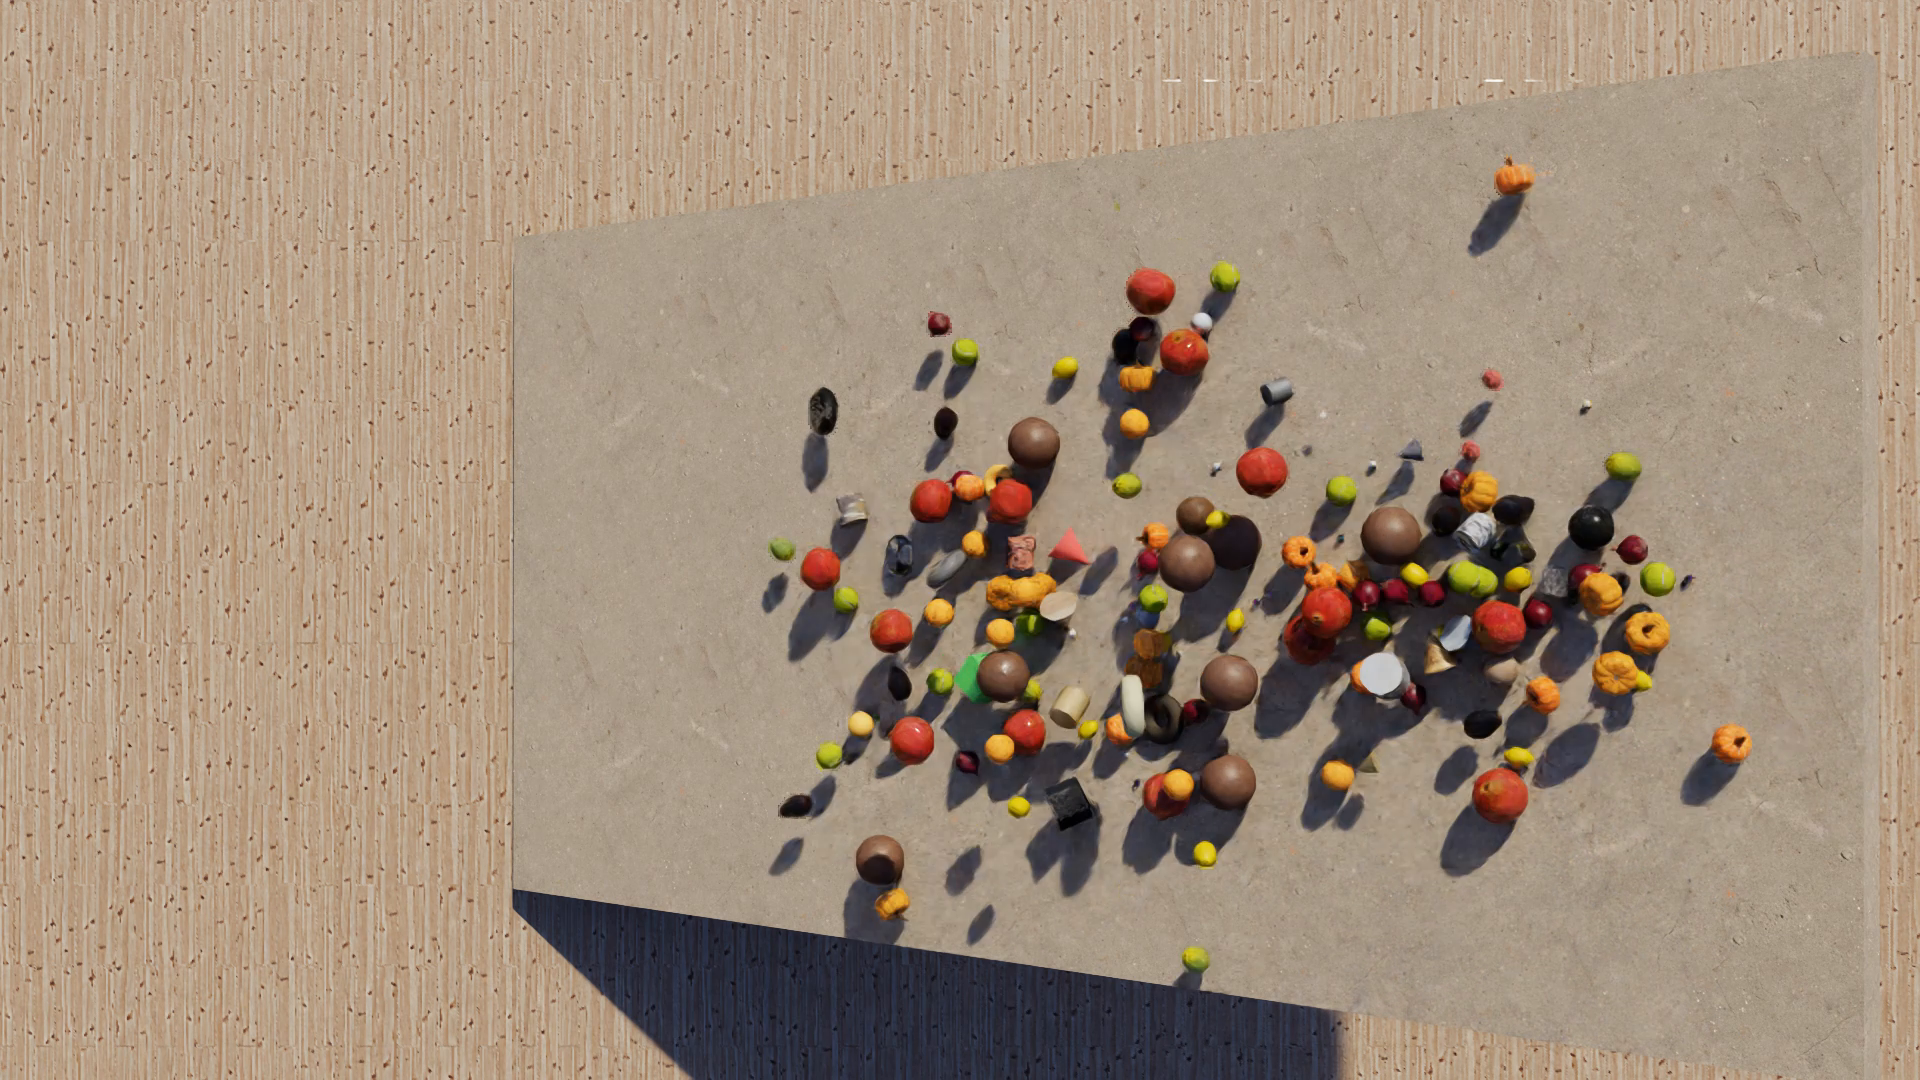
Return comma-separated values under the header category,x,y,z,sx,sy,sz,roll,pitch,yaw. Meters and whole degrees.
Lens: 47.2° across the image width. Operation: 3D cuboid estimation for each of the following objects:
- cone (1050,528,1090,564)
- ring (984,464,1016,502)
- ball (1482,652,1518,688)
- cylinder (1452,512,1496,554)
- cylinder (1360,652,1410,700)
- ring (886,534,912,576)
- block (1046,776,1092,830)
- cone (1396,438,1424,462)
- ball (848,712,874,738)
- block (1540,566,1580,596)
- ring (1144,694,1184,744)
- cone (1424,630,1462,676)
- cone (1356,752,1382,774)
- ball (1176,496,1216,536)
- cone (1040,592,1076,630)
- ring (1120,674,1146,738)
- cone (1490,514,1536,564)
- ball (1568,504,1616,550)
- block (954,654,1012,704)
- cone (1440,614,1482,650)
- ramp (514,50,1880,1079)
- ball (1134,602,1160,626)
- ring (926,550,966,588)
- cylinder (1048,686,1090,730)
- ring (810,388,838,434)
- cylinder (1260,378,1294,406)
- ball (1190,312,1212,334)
category,x,y,z,sx,sy,sz,roll,pitch,yaw
cone,0.282,0.031,5.387,0.091,0.091,0.091,37,90,4
ring,0.100,-0.144,5.541,0.096,0.032,0.096,0,89,39
ball,1.145,0.275,4.663,0.078,0.078,0.078,0,90,0
cylinder,1.086,-0.015,4.642,0.065,0.065,0.065,-40,90,-21
cylinder,0.917,0.294,4.742,0.091,0.091,0.091,-5,76,22
ring,-0.159,0.039,5.732,0.036,0.108,0.108,4,90,-31
block,0.264,0.640,5.342,0.082,0.082,0.082,-23,60,-5
cone,0.972,-0.190,4.784,0.055,0.055,0.055,-16,90,1
ball,-0.262,0.488,5.806,0.070,0.070,0.070,0,90,0
block,1.253,0.087,4.590,0.056,0.056,0.056,9,95,39
ring,0.479,0.426,5.225,0.121,0.040,0.121,1,92,39
cone,1.024,0.236,4.740,0.090,0.090,0.090,-24,82,0
cone,0.887,0.496,4.805,0.052,0.052,0.052,-27,90,24
ball,0.552,-0.056,5.134,0.095,0.095,0.095,0,90,0
cone,0.251,0.192,5.395,0.094,0.094,0.094,-20,134,0
ring,0.392,0.377,4.995,0.049,0.146,0.146,-4,90,3
cone,1.175,-0.014,4.660,0.097,0.097,0.097,12,64,0
ball,1.300,-0.025,4.528,0.093,0.093,0.093,0,90,0
block,0.057,0.347,5.537,0.087,0.087,0.087,46,117,29
cone,1.090,0.214,4.709,0.085,0.085,0.085,29,90,-29
ramp,0.215,0.062,5.531,4.000,0.100,2.000,0,90,39
ball,0.447,0.177,5.240,0.059,0.059,0.059,0,90,0
ring,-0.035,0.073,5.545,0.126,0.126,0.042,-44,96,0
cylinder,0.263,0.402,5.275,0.074,0.074,0.074,34,60,0
ring,-0.362,-0.341,5.829,0.042,0.127,0.127,-2,90,-26
cylinder,0.720,-0.337,5.000,0.053,0.053,0.053,-20,90,-16
ball,0.566,-0.508,5.154,0.051,0.051,0.051,0,90,0
